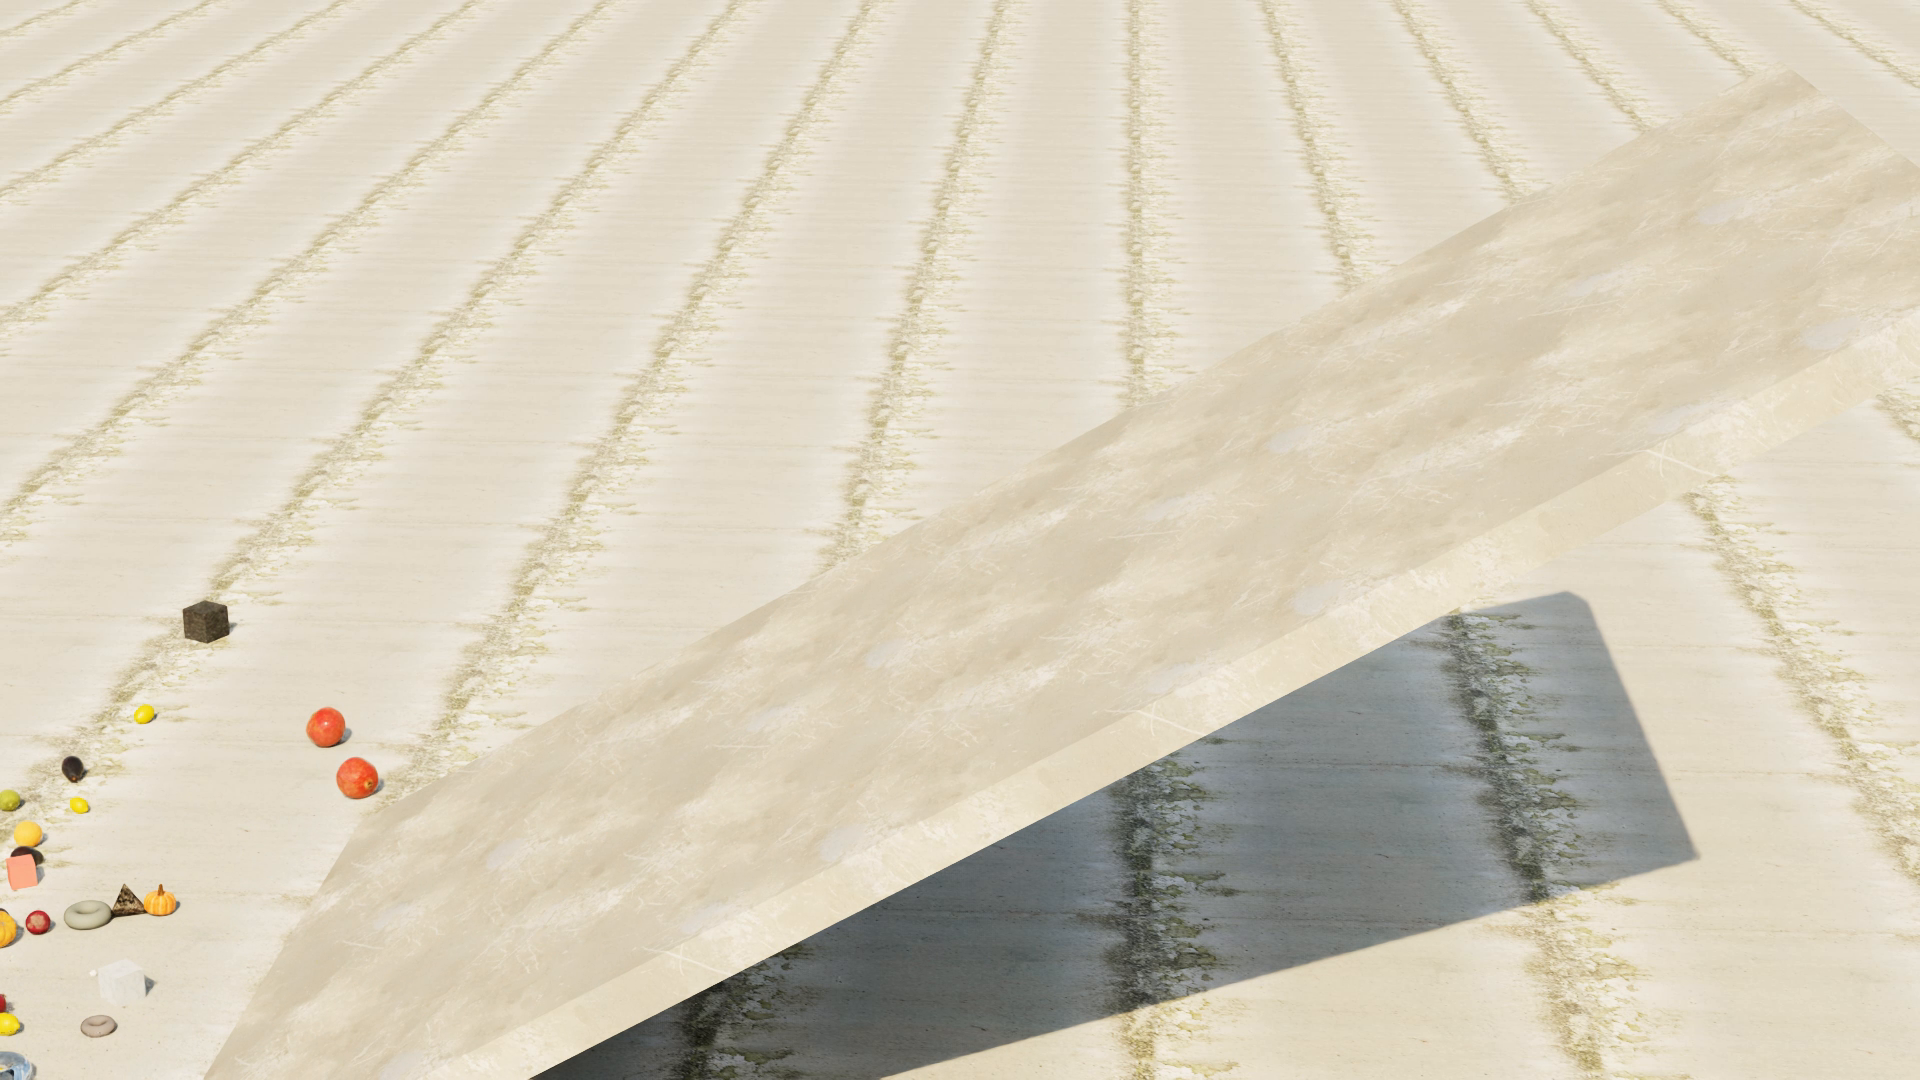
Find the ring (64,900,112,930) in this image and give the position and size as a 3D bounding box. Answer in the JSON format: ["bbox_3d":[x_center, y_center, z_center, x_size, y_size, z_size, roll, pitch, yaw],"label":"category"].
[{"bbox_3d":[-2.153,0.925,7.259,0.115,0.038,0.115,1,19,0],"label":"ring"}]

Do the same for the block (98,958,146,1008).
[{"bbox_3d":[-1.958,1.035,6.870,0.075,0.075,0.075,17,25,42],"label":"block"}]

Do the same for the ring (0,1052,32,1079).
[{"bbox_3d":[-2.125,1.176,6.490,0.147,0.049,0.147,0,20,0],"label":"ring"}]

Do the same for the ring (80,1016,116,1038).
[{"bbox_3d":[-1.970,1.111,6.722,0.078,0.026,0.078,1,19,0],"label":"ring"}]

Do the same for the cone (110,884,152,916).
[{"bbox_3d":[-2.050,0.909,7.301,0.090,0.090,0.090,24,14,-13],"label":"cone"}]

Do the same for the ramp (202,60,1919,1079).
[{"bbox_3d":[0.142,0.168,6.284,4.000,0.100,2.000,-28,15,12],"label":"ramp"}]

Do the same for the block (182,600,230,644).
[{"bbox_3d":[-2.351,0.255,9.171,0.097,0.097,0.097,11,21,30],"label":"block"}]

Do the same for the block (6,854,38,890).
[{"bbox_3d":[-2.382,0.843,7.465,0.062,0.062,0.062,-9,20,-24],"label":"block"}]
